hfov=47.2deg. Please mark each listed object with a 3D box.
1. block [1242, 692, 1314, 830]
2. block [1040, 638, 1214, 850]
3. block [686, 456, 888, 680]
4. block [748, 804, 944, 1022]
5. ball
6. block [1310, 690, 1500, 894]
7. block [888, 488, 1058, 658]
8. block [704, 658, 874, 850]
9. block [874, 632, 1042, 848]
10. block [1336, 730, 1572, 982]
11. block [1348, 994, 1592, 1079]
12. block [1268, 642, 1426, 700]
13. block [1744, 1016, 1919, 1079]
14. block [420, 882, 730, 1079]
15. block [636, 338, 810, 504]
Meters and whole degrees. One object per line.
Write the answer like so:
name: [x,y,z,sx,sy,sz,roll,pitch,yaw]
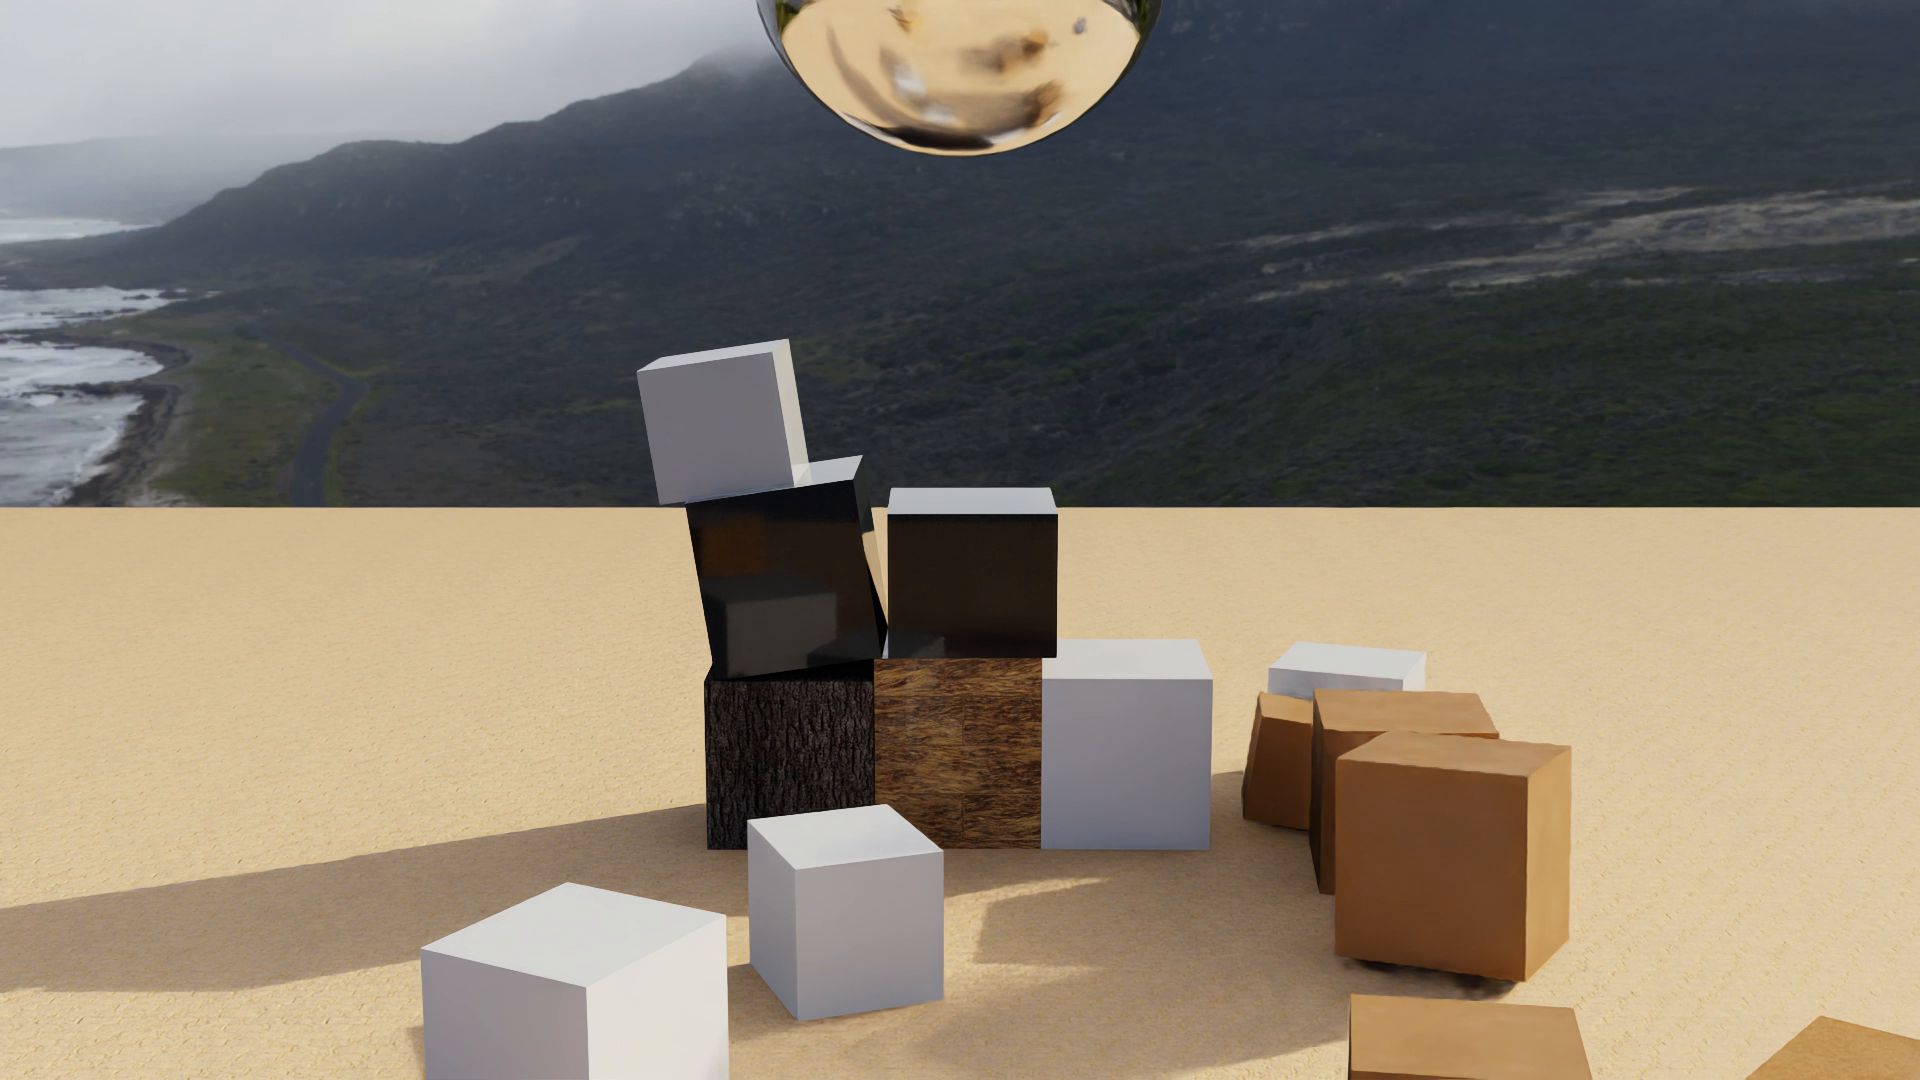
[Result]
block: [1.778,1.159,11.450,0.521,0.555,0.507,9,11,4]
block: [0.835,1.041,11.382,0.844,0.880,0.883,0,10,1]
block: [-0.859,0.127,11.203,0.831,0.900,0.830,-8,10,2]
block: [-0.488,1.550,9.249,0.633,0.642,0.697,-4,11,-21]
ball: [0.000,-2.228,8.156,1.600,1.600,1.600,0,10,0]
block: [2.130,1.215,10.647,0.801,0.800,0.776,1,10,5]
block: [0.059,0.155,11.211,0.835,0.723,0.826,0,10,0]
block: [-0.849,1.051,11.366,0.838,0.865,0.846,0,10,0]
block: [-0.009,0.995,11.351,0.832,0.981,0.814,0,10,0]
block: [2.143,1.345,9.534,0.824,0.864,0.694,3,7,30]
block: [1.623,1.925,7.107,0.728,0.669,0.627,2,10,9]
block: [2.126,1.001,12.098,0.724,0.702,0.676,4,11,21]
block: [2.877,1.991,6.780,0.765,0.657,0.791,9,13,40]
block: [-1.375,1.752,7.940,0.738,0.713,0.802,6,12,29]
block: [-1.181,-0.605,11.075,0.673,0.664,0.686,-8,10,4]
